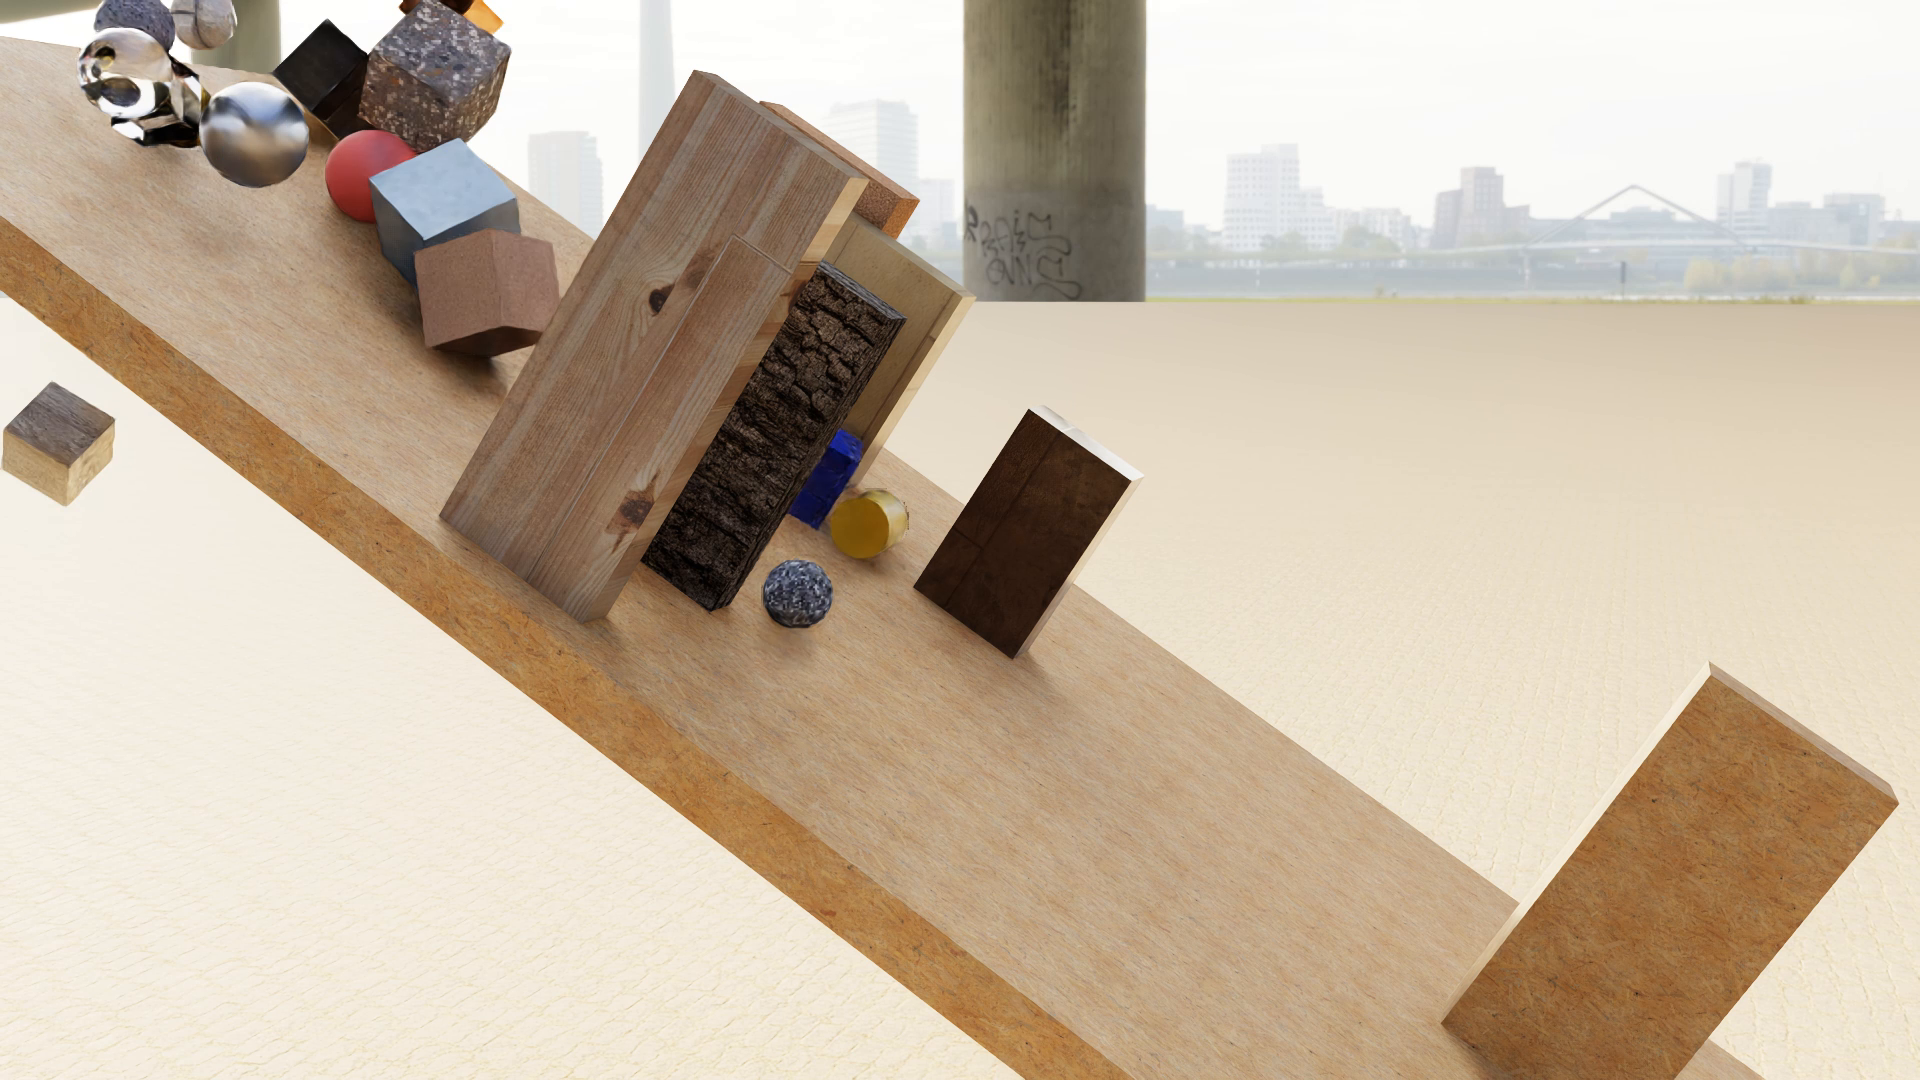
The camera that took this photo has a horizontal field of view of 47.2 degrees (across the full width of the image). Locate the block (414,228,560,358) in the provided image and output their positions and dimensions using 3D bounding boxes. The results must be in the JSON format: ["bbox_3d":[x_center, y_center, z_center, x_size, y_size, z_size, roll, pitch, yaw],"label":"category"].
[{"bbox_3d":[-0.851,-0.445,3.986,0.176,0.176,0.176,-12,-7,27],"label":"block"}]

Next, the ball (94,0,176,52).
[{"bbox_3d":[-1.488,-0.922,3.965,0.139,0.139,0.139,0,7,0],"label":"ball"}]

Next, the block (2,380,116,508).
[{"bbox_3d":[-1.946,-0.207,4.749,0.160,0.160,0.160,31,-39,-3],"label":"block"}]

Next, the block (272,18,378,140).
[{"bbox_3d":[-1.329,-0.974,4.722,0.169,0.169,0.169,41,-5,30],"label":"block"}]

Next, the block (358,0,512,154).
[{"bbox_3d":[-1.046,-0.913,4.384,0.198,0.198,0.198,32,-37,-2],"label":"block"}]

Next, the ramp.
[{"bbox_3d":[-0.123,0.208,4.097,4.000,0.100,2.000,36,15,10],"label":"ramp"}]

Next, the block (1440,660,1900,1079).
[{"bbox_3d":[1.211,0.632,3.798,0.360,0.772,0.146,36,15,10],"label":"block"}]

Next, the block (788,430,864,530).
[{"bbox_3d":[-0.304,-0.147,4.339,0.159,0.159,0.159,31,15,-9],"label":"block"}]

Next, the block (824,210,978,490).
[{"bbox_3d":[-0.264,-0.420,4.643,0.395,0.485,0.101,36,15,10],"label":"block"}]

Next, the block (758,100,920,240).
[{"bbox_3d":[-0.404,-0.614,4.819,0.383,0.561,0.131,36,15,10],"label":"block"}]

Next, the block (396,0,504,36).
[{"bbox_3d":[-1.075,-1.110,4.648,0.130,0.130,0.130,43,1,16],"label":"block"}]

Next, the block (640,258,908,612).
[{"bbox_3d":[-0.357,-0.199,3.593,0.277,0.575,0.086,36,15,10],"label":"block"}]

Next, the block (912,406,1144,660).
[{"bbox_3d":[0.134,-0.016,4.304,0.244,0.426,0.118,36,15,10],"label":"block"}]

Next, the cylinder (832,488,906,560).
[{"bbox_3d":[-0.178,-0.032,4.303,0.120,0.120,0.120,2,12,13],"label":"cylinder"}]

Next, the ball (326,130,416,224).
[{"bbox_3d":[-1.157,-0.717,4.342,0.185,0.185,0.185,0,7,0],"label":"ball"}]

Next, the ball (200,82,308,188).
[{"bbox_3d":[-1.261,-0.724,3.930,0.187,0.187,0.187,0,7,0],"label":"ball"}]

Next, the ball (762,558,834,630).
[{"bbox_3d":[-0.275,0.092,3.731,0.119,0.119,0.119,0,7,0],"label":"ball"}]

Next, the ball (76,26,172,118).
[{"bbox_3d":[-1.402,-0.785,3.694,0.151,0.151,0.151,0,7,0],"label":"ball"}]

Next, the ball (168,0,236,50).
[{"bbox_3d":[-1.547,-1.066,4.489,0.132,0.132,0.132,0,7,0],"label":"ball"}]

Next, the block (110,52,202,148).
[{"bbox_3d":[-1.448,-0.791,3.958,0.117,0.117,0.117,-9,-10,7],"label":"block"}]

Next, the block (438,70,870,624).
[{"bbox_3d":[-0.458,-0.276,3.235,0.282,0.780,0.083,36,15,10],"label":"block"}]

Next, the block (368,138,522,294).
[{"bbox_3d":[-0.962,-0.592,4.133,0.195,0.195,0.195,-32,62,-26],"label":"block"}]

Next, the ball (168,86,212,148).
[{"bbox_3d":[-1.443,-0.790,4.087,0.123,0.123,0.123,0,7,0],"label":"ball"}]
